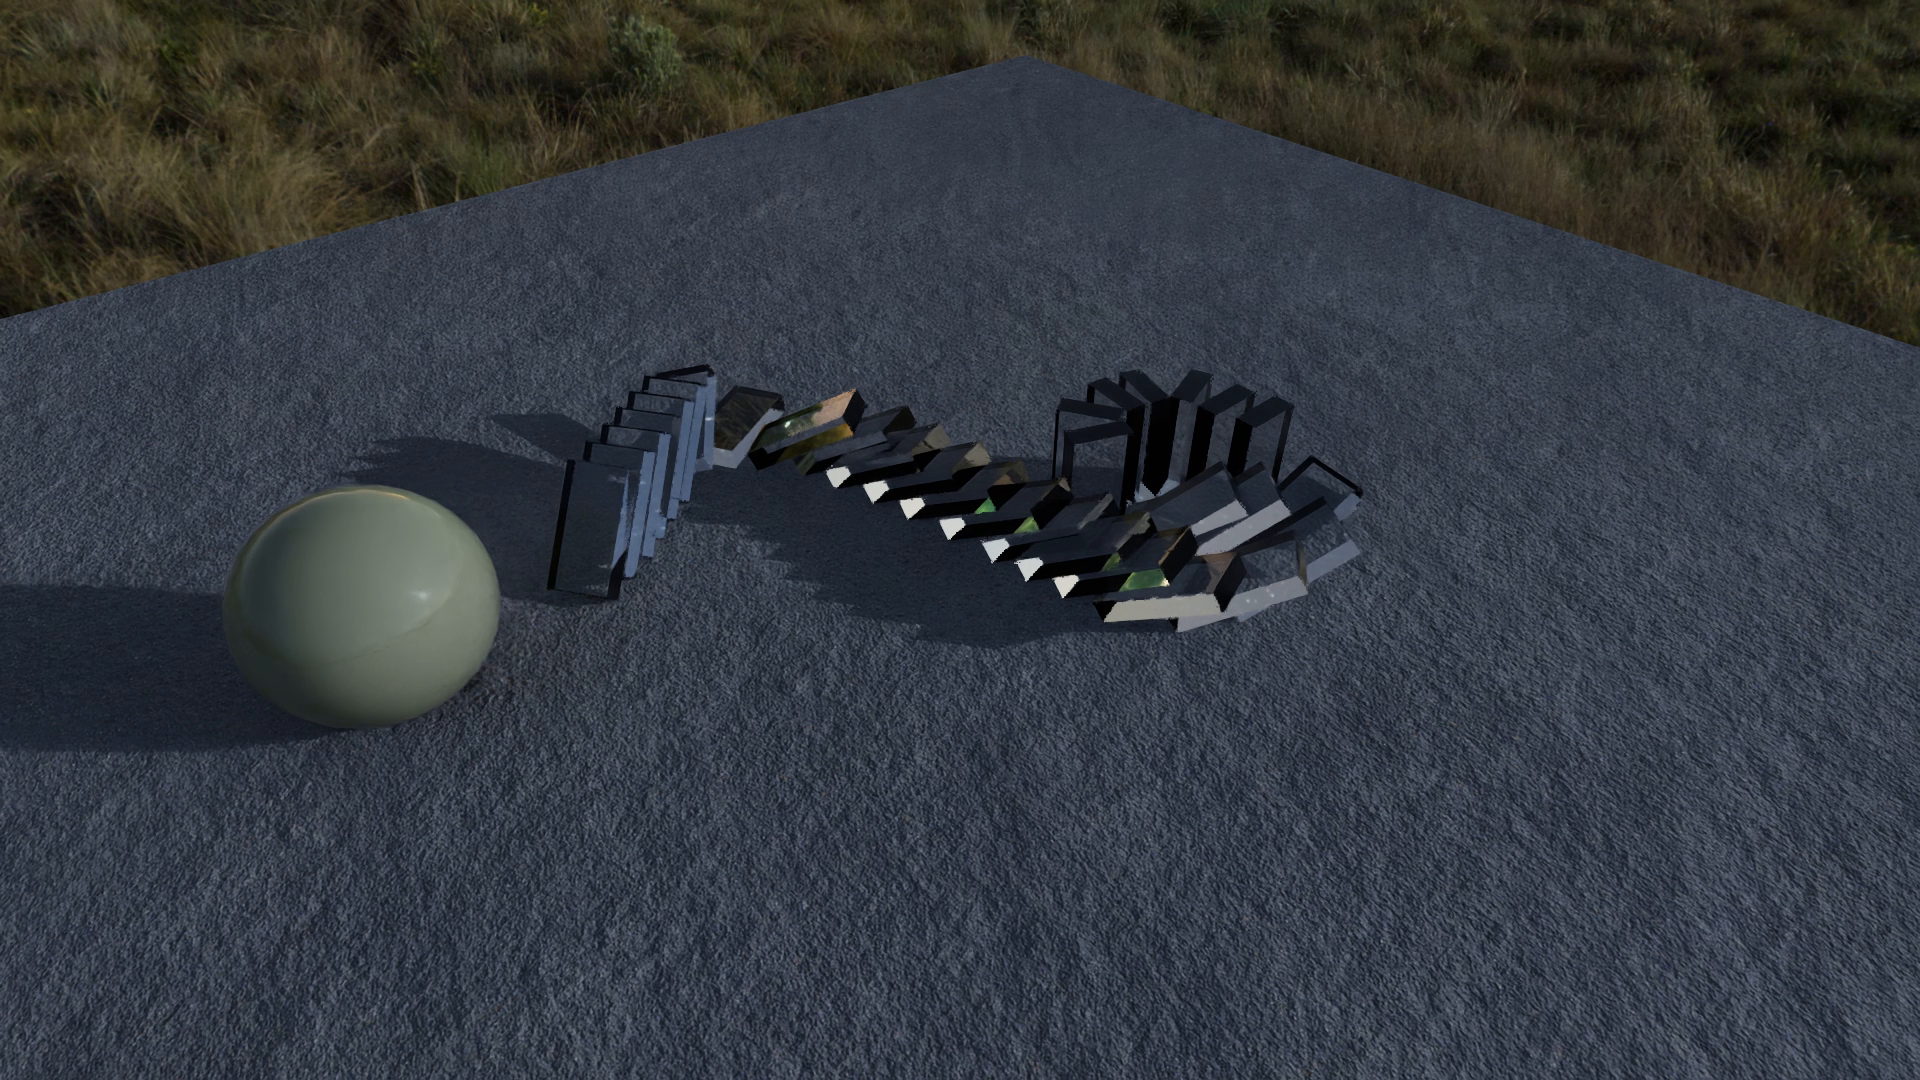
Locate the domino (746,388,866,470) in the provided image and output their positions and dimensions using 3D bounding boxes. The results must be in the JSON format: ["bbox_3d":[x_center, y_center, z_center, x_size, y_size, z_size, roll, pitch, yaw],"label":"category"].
[{"bbox_3d":[-0.067,-0.049,0.484,0.050,0.009,0.025,-18,30,22],"label":"domino"}]

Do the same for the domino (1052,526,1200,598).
[{"bbox_3d":[0.062,0.009,0.412,0.050,0.009,0.025,-11,24,46],"label":"domino"}]

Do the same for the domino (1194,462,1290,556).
[{"bbox_3d":[0.101,-0.007,0.430,0.050,0.010,0.025,-33,34,19],"label":"domino"}]

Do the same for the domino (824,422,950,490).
[{"bbox_3d":[-0.031,-0.036,0.469,0.050,0.009,0.025,-8,29,39],"label":"domino"}]

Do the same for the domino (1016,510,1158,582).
[{"bbox_3d":[0.048,0.003,0.419,0.050,0.009,0.025,-10,24,47],"label":"domino"}]

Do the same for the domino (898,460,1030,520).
[{"bbox_3d":[0.001,-0.020,0.450,0.050,0.010,0.025,-4,28,44],"label":"domino"}]

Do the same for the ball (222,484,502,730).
[{"bbox_3d":[-0.194,0.022,0.361,0.080,0.080,0.080,0,39,0],"label":"ball"}]

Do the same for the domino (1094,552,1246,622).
[{"bbox_3d":[0.076,0.017,0.403,0.050,0.010,0.025,-8,28,41],"label":"domino"}]

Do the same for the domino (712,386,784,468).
[{"bbox_3d":[-0.104,-0.053,0.508,0.025,0.010,0.050,12,41,15],"label":"domino"}]

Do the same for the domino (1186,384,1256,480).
[{"bbox_3d":[0.107,-0.037,0.457,0.025,0.050,0.009,-29,48,-31],"label":"domino"}]

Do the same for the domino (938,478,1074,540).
[{"bbox_3d":[0.018,-0.012,0.439,0.050,0.009,0.025,-6,27,46],"label":"domino"}]

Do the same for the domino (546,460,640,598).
[{"bbox_3d":[-0.141,-0.004,0.421,0.025,0.050,0.009,8,-2,10],"label":"domino"}]

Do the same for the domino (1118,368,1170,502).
[{"bbox_3d":[0.075,-0.044,0.465,0.010,0.050,0.025,-15,42,-18],"label":"domino"}]

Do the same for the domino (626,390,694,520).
[{"bbox_3d":[-0.128,-0.035,0.460,0.025,0.050,0.009,8,-2,10],"label":"domino"}]

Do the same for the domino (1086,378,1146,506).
[{"bbox_3d":[0.063,-0.040,0.460,0.010,0.050,0.025,-22,44,-25],"label":"domino"}]

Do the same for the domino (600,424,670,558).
[{"bbox_3d":[-0.133,-0.020,0.440,0.025,0.050,0.009,8,-2,10],"label":"domino"}]

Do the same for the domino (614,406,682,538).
[{"bbox_3d":[-0.131,-0.028,0.450,0.025,0.050,0.010,8,-2,10],"label":"domino"}]

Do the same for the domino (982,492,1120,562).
[{"bbox_3d":[0.035,-0.005,0.428,0.050,0.010,0.025,-11,24,47],"label":"domino"}]

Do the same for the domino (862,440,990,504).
[{"bbox_3d":[-0.014,-0.028,0.459,0.050,0.009,0.025,-6,28,42],"label":"domino"}]

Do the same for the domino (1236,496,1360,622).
[{"bbox_3d":[0.121,0.007,0.413,0.050,0.010,0.025,-33,40,15],"label":"domino"}]

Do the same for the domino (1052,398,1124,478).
[{"bbox_3d":[0.051,-0.032,0.451,0.025,0.050,0.010,12,41,15],"label":"domino"}]

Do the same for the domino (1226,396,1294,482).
[{"bbox_3d":[0.121,-0.031,0.450,0.025,0.050,0.009,-29,47,-31],"label":"domino"}]

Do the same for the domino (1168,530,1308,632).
[{"bbox_3d":[0.101,0.015,0.404,0.050,0.010,0.025,-21,33,27],"label":"domino"}]

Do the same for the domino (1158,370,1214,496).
[{"bbox_3d":[0.095,-0.044,0.465,0.010,0.050,0.025,20,43,23],"label":"domino"}]

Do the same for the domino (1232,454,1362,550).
[{"bbox_3d":[0.130,-0.008,0.434,0.050,0.009,0.025,-43,49,-2],"label":"domino"}]

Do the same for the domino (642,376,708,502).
[{"bbox_3d":[-0.125,-0.043,0.469,0.025,0.050,0.009,8,-2,10],"label":"domino"}]

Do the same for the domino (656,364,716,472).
[{"bbox_3d":[-0.123,-0.053,0.489,0.025,0.009,0.050,-9,62,9],"label":"domino"}]

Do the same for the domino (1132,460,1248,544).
[{"bbox_3d":[0.085,-0.008,0.431,0.050,0.010,0.025,-32,35,20],"label":"domino"}]

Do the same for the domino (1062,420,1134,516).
[{"bbox_3d":[0.054,-0.022,0.438,0.025,0.050,0.009,-12,41,-14],"label":"domino"}]

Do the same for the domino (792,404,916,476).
[{"bbox_3d":[-0.046,-0.043,0.476,0.050,0.010,0.025,-12,26,33],"label":"domino"}]

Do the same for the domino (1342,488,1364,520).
[{"bbox_3d":[0.143,-0.013,0.459,0.050,0.009,0.025,-30,48,-31],"label":"domino"}]

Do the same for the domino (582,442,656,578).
[{"bbox_3d":[-0.137,-0.012,0.431,0.025,0.050,0.009,8,-2,10],"label":"domino"}]
